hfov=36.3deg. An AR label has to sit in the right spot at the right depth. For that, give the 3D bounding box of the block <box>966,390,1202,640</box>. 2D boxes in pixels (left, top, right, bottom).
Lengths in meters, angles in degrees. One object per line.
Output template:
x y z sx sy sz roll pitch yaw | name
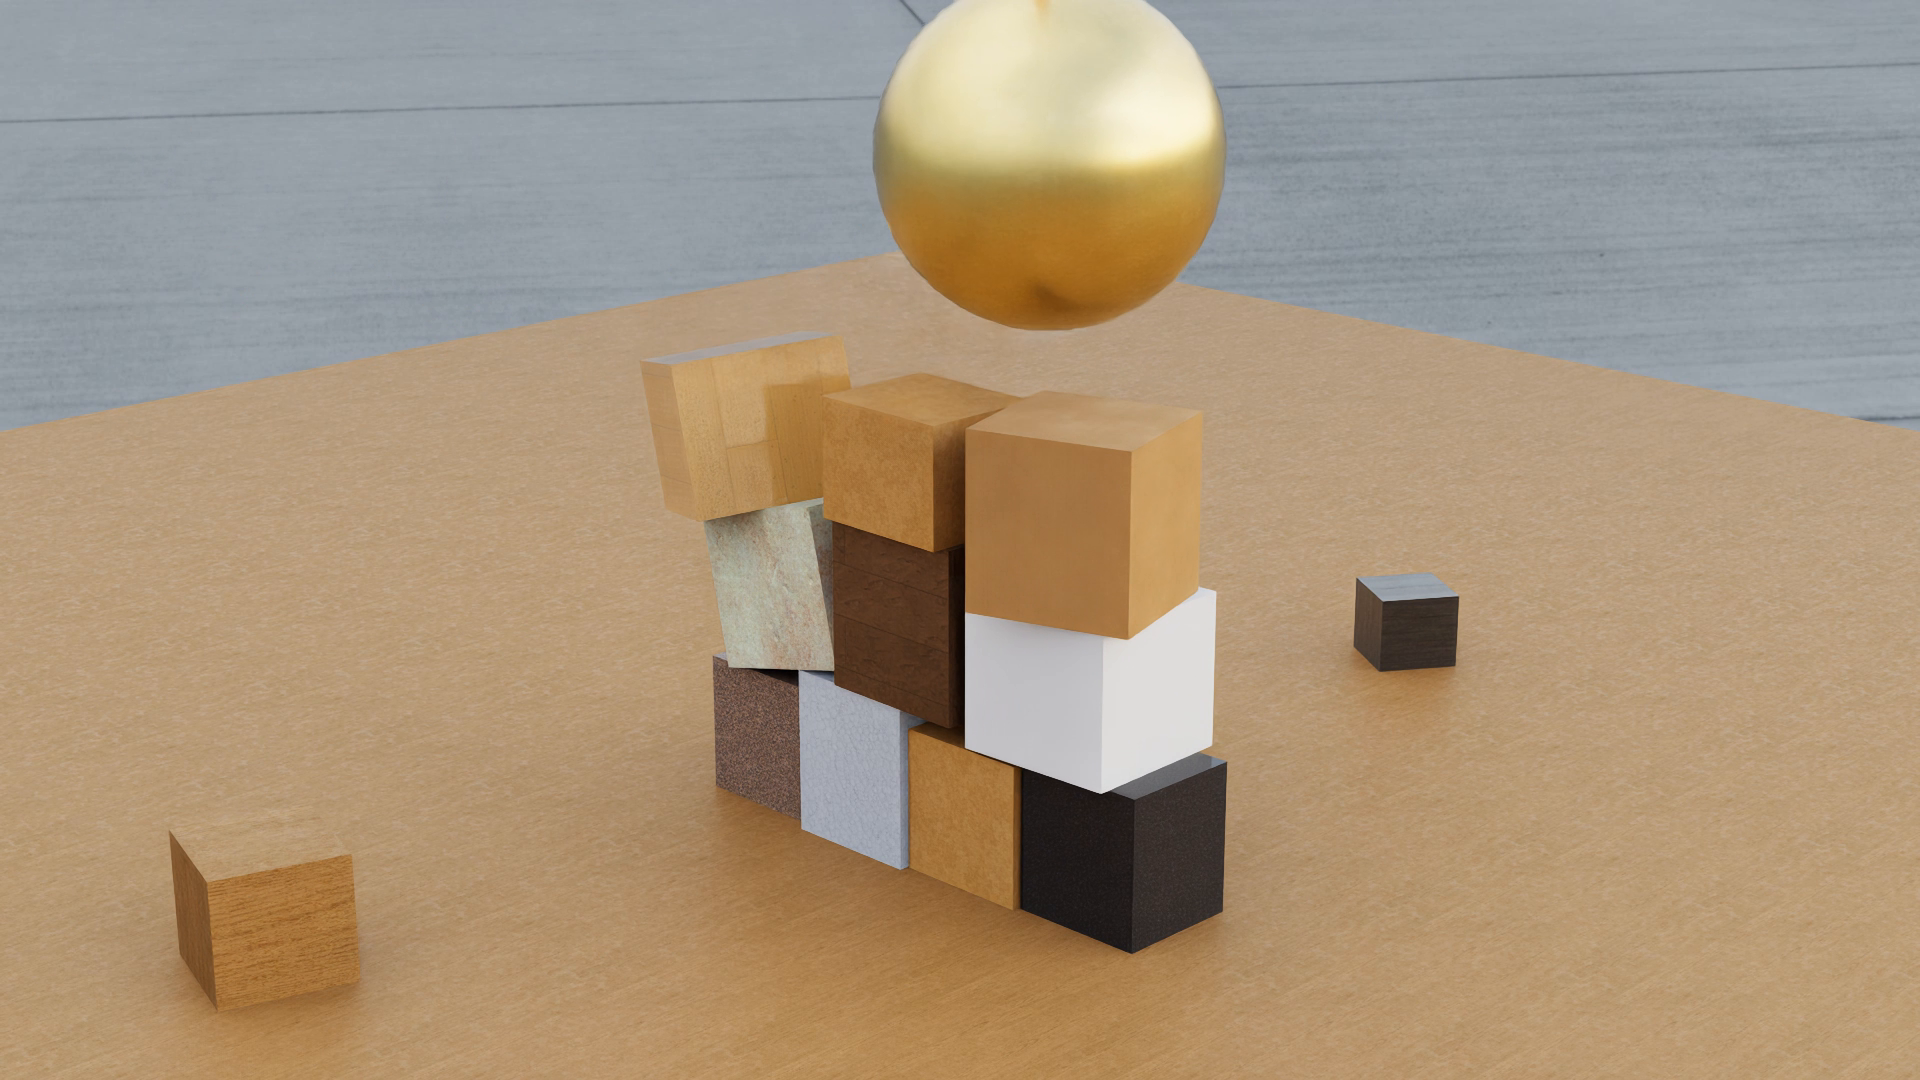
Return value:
0.532 -0.122 12.566 0.767 0.816 0.731 9 20 26 | block

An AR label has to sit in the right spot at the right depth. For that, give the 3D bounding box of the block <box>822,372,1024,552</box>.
-0.148 -0.359 13.107 0.610 0.568 0.716 -16 24 -42 | block

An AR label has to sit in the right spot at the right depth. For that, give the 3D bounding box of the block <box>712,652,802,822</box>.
-0.706 0.884 14.389 0.723 0.685 0.684 -17 24 -42 | block

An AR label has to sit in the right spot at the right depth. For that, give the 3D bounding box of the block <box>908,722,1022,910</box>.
0.251 1.180 13.447 0.666 0.685 0.708 17 24 42 | block

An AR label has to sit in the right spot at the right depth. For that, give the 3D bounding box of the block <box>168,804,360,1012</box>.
-2.953 1.548 12.446 0.607 0.583 0.629 -9 20 -27 | block

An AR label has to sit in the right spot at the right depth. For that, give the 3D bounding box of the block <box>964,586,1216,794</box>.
0.572 0.574 12.917 0.788 0.723 0.767 15 23 40 | block

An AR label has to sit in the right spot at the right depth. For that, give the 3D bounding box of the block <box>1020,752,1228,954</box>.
0.722 1.310 12.977 0.659 0.718 0.613 17 24 42 | block

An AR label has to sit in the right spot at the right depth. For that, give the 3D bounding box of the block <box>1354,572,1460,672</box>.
2.467 0.451 16.230 0.440 0.407 0.429 -4 18 -11 | block

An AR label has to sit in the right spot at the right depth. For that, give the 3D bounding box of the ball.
0.403 -1.742 13.217 1.600 1.600 1.600 0 17 0 | ball

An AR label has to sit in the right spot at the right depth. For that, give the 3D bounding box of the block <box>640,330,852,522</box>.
-0.992 -0.557 13.997 0.825 0.737 0.771 -12 8 -16 | block

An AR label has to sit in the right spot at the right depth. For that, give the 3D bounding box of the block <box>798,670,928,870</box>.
-0.233 0.980 13.887 0.679 0.803 0.798 17 24 42 | block

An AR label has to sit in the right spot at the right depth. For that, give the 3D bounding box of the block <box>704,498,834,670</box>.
-0.609 0.144 14.048 0.829 0.771 0.791 -16 11 -42 | block

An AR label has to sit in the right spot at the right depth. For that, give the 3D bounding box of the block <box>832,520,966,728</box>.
-0.028 0.278 13.405 0.792 0.825 0.769 -16 23 -41 | block
